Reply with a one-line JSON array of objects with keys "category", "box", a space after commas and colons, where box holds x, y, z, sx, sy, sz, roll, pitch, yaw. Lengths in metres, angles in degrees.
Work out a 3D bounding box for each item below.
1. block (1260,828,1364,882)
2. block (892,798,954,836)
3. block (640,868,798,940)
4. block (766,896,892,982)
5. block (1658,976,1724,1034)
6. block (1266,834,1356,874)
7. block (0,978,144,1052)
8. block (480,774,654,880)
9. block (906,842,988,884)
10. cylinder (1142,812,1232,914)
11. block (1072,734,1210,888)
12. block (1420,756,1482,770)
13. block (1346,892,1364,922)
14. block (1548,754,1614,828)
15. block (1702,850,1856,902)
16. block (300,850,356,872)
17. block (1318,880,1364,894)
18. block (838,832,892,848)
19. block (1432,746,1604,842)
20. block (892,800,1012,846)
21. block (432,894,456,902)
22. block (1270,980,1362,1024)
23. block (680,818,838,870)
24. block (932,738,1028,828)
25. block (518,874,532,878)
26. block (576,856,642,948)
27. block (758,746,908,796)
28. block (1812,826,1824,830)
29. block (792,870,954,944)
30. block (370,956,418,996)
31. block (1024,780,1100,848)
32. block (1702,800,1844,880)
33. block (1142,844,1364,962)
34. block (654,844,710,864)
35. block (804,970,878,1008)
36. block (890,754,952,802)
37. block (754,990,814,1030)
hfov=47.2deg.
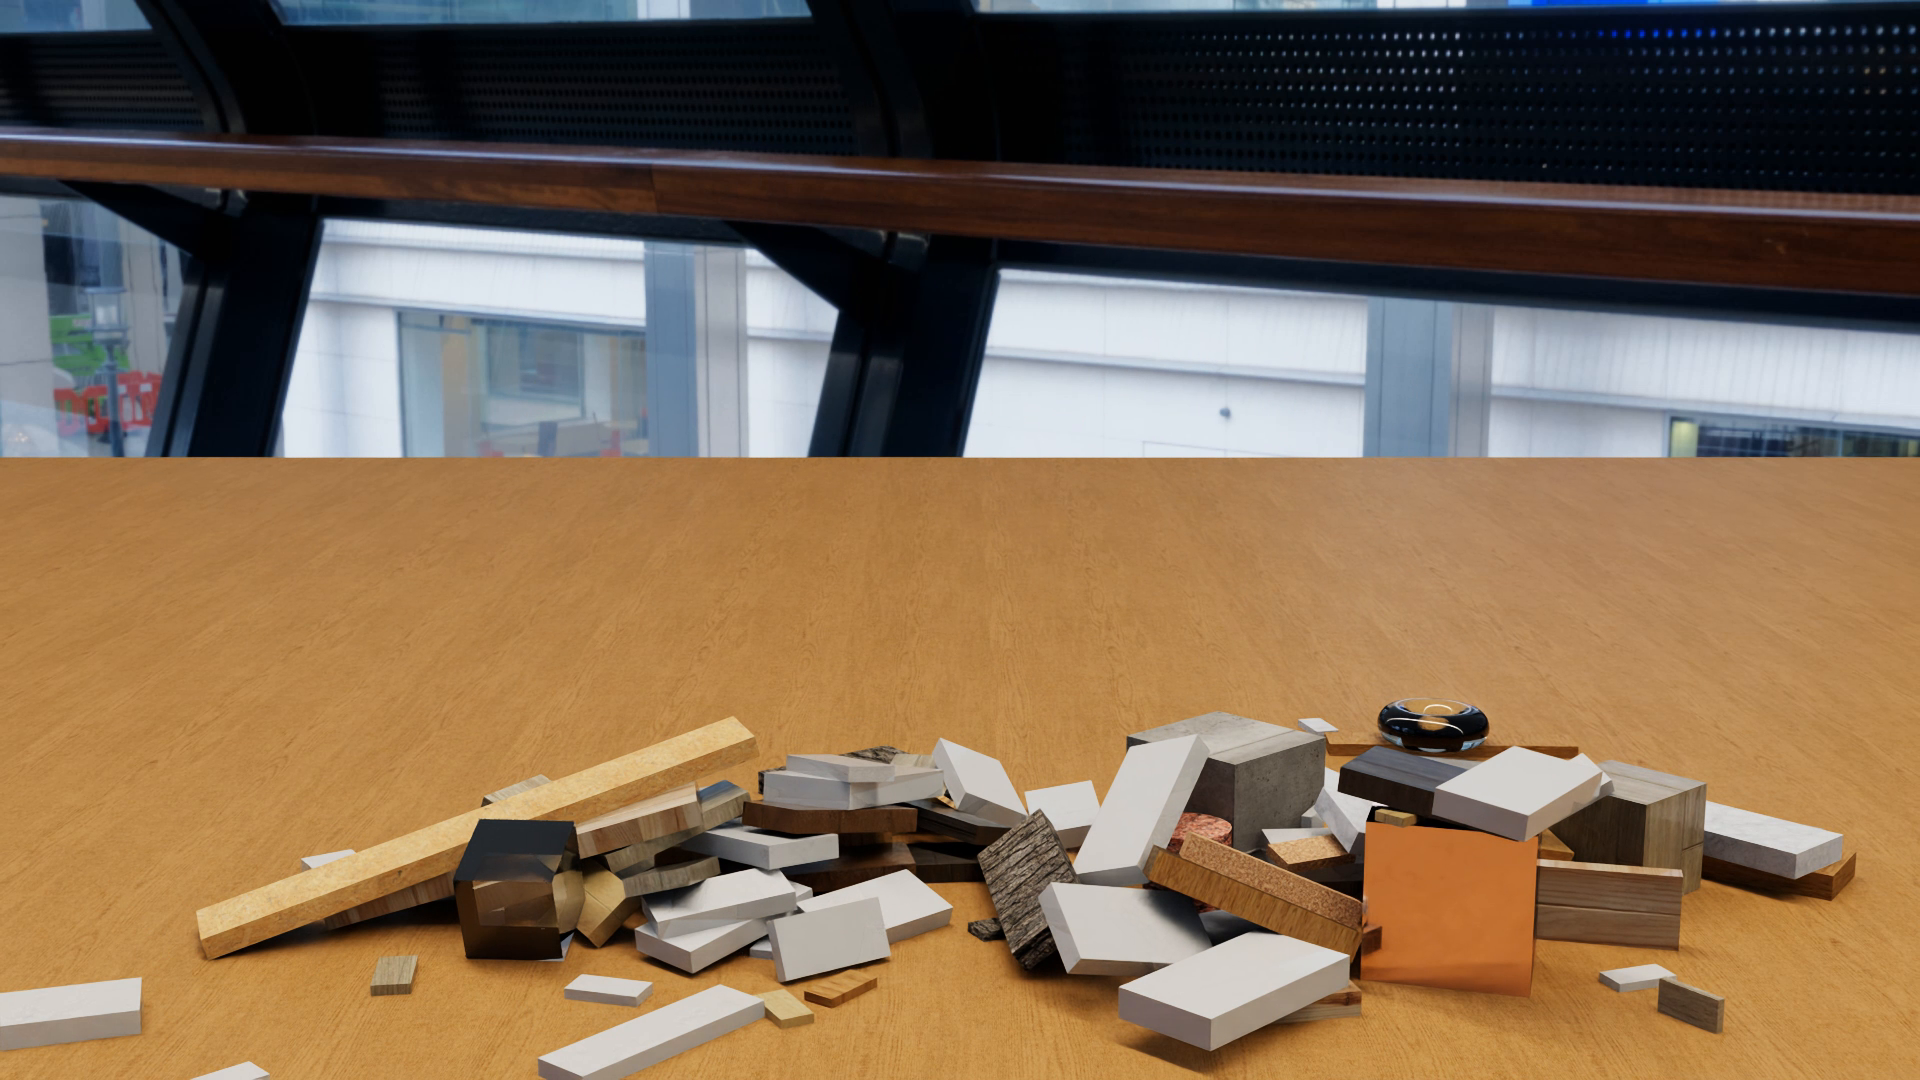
[{"category": "block", "box": [0.620, 0.515, 3.606, 0.230, 0.033, 0.115, 0, 22, -12]}, {"category": "block", "box": [-0.081, 0.490, 4.090, 0.304, 0.043, 0.152, -8, 13, -37]}, {"category": "block", "box": [-0.374, 0.560, 3.408, 0.219, 0.031, 0.109, -10, 18, -19]}, {"category": "block", "box": [-0.198, 0.604, 3.332, 0.184, 0.092, 0.026, -7, -11, -33]}, {"category": "block", "box": [1.042, 0.663, 3.137, 0.014, 0.050, 0.101, -7, 13, -34]}, {"category": "block", "box": [0.567, 0.506, 3.549, 0.129, 0.018, 0.064, -5, 24, -24]}, {"category": "block", "box": [-1.295, 0.675, 3.114, 0.257, 0.036, 0.128, -4, 11, -18]}, {"category": "block", "box": [-0.653, 0.505, 3.726, 0.298, 0.042, 0.149, 28, 22, 22]}, {"category": "block", "box": [-0.054, 0.554, 3.773, 0.230, 0.033, 0.115, -1, 11, -6]}, {"category": "cylinder", "box": [0.370, 0.534, 3.582, 0.142, 0.142, 0.142, 0, 11, 0]}, {"category": "block", "box": [0.291, 0.441, 3.560, 0.143, 0.041, 0.286, -16, 31, 41]}, {"category": "block", "box": [0.775, 0.368, 3.535, 0.121, 0.034, 0.241, 4, -4, -1]}, {"category": "block", "box": [0.723, 0.592, 3.578, 0.211, 0.030, 0.105, 1, 11, 6]}, {"category": "block", "box": [0.976, 0.424, 3.621, 0.177, 0.025, 0.089, -28, 30, -4]}, {"category": "block", "box": [1.358, 0.548, 3.778, 0.308, 0.044, 0.154, 7, 13, 35]}, {"category": "block", "box": [-1.043, 0.567, 3.724, 0.089, 0.025, 0.177, -7, 13, -34]}, {"category": "block", "box": [0.684, 0.547, 3.654, 0.211, 0.030, 0.105, -4, 11, -22]}, {"category": "block", "box": [-0.274, 0.519, 3.795, 0.304, 0.043, 0.152, -6, 1, -6]}, {"category": "block", "box": [0.811, 0.365, 3.191, 0.140, 0.040, 0.280, 15, 17, 35]}, {"category": "block", "box": [-0.034, 0.487, 3.839, 0.230, 0.033, 0.115, 13, -1, 35]}, {"category": "block", "box": [-0.832, 0.575, 3.681, 0.177, 0.025, 0.089, -2, 11, -10]}, {"category": "block", "box": [0.431, 0.659, 3.193, 0.267, 0.038, 0.134, -2, 11, -12]}, {"category": "block", "box": [-0.329, 0.492, 3.586, 0.133, 0.038, 0.265, -4, 3, -38]}, {"category": "block", "box": [0.034, 0.446, 4.018, 0.127, 0.036, 0.254, 23, 11, -17]}, {"category": "block", "box": [-0.813, 0.547, 3.692, 0.177, 0.025, 0.089, -3, 11, -14]}, {"category": "block", "box": [-0.587, 0.575, 3.514, 0.101, 0.029, 0.202, -46, 28, -16]}, {"category": "block", "box": [-0.220, 0.459, 4.255, 0.304, 0.043, 0.152, -8, 13, -37]}, {"category": "block", "box": [1.429, 0.508, 3.905, 0.095, 0.027, 0.189, 9, -2, -19]}, {"category": "block", "box": [-0.137, 0.591, 3.478, 0.234, 0.033, 0.117, -10, 32, -43]}, {"category": "block", "box": [-0.846, 0.652, 3.292, 0.058, 0.016, 0.115, -1, 11, -8]}, {"category": "block", "box": [0.191, 0.501, 3.993, 0.127, 0.036, 0.254, -10, 11, 0]}, {"category": "block", "box": [1.327, 0.505, 3.767, 0.154, 0.044, 0.308, -9, 14, -40]}, {"category": "block", "box": [0.439, 0.548, 3.331, 0.323, 0.046, 0.162, 22, -4, 4]}, {"category": "block", "box": [-0.436, 0.548, 3.686, 0.149, 0.075, 0.021, -2, 3, -9]}, {"category": "block", "box": [-0.175, 0.662, 3.243, 0.053, 0.015, 0.105, 8, 13, 36]}, {"category": "block", "box": [-0.076, 0.451, 4.081, 0.127, 0.036, 0.254, 1, 11, 7]}, {"category": "block", "box": [-0.255, 0.676, 3.168, 0.051, 0.015, 0.103, -6, 12, -28]}]
